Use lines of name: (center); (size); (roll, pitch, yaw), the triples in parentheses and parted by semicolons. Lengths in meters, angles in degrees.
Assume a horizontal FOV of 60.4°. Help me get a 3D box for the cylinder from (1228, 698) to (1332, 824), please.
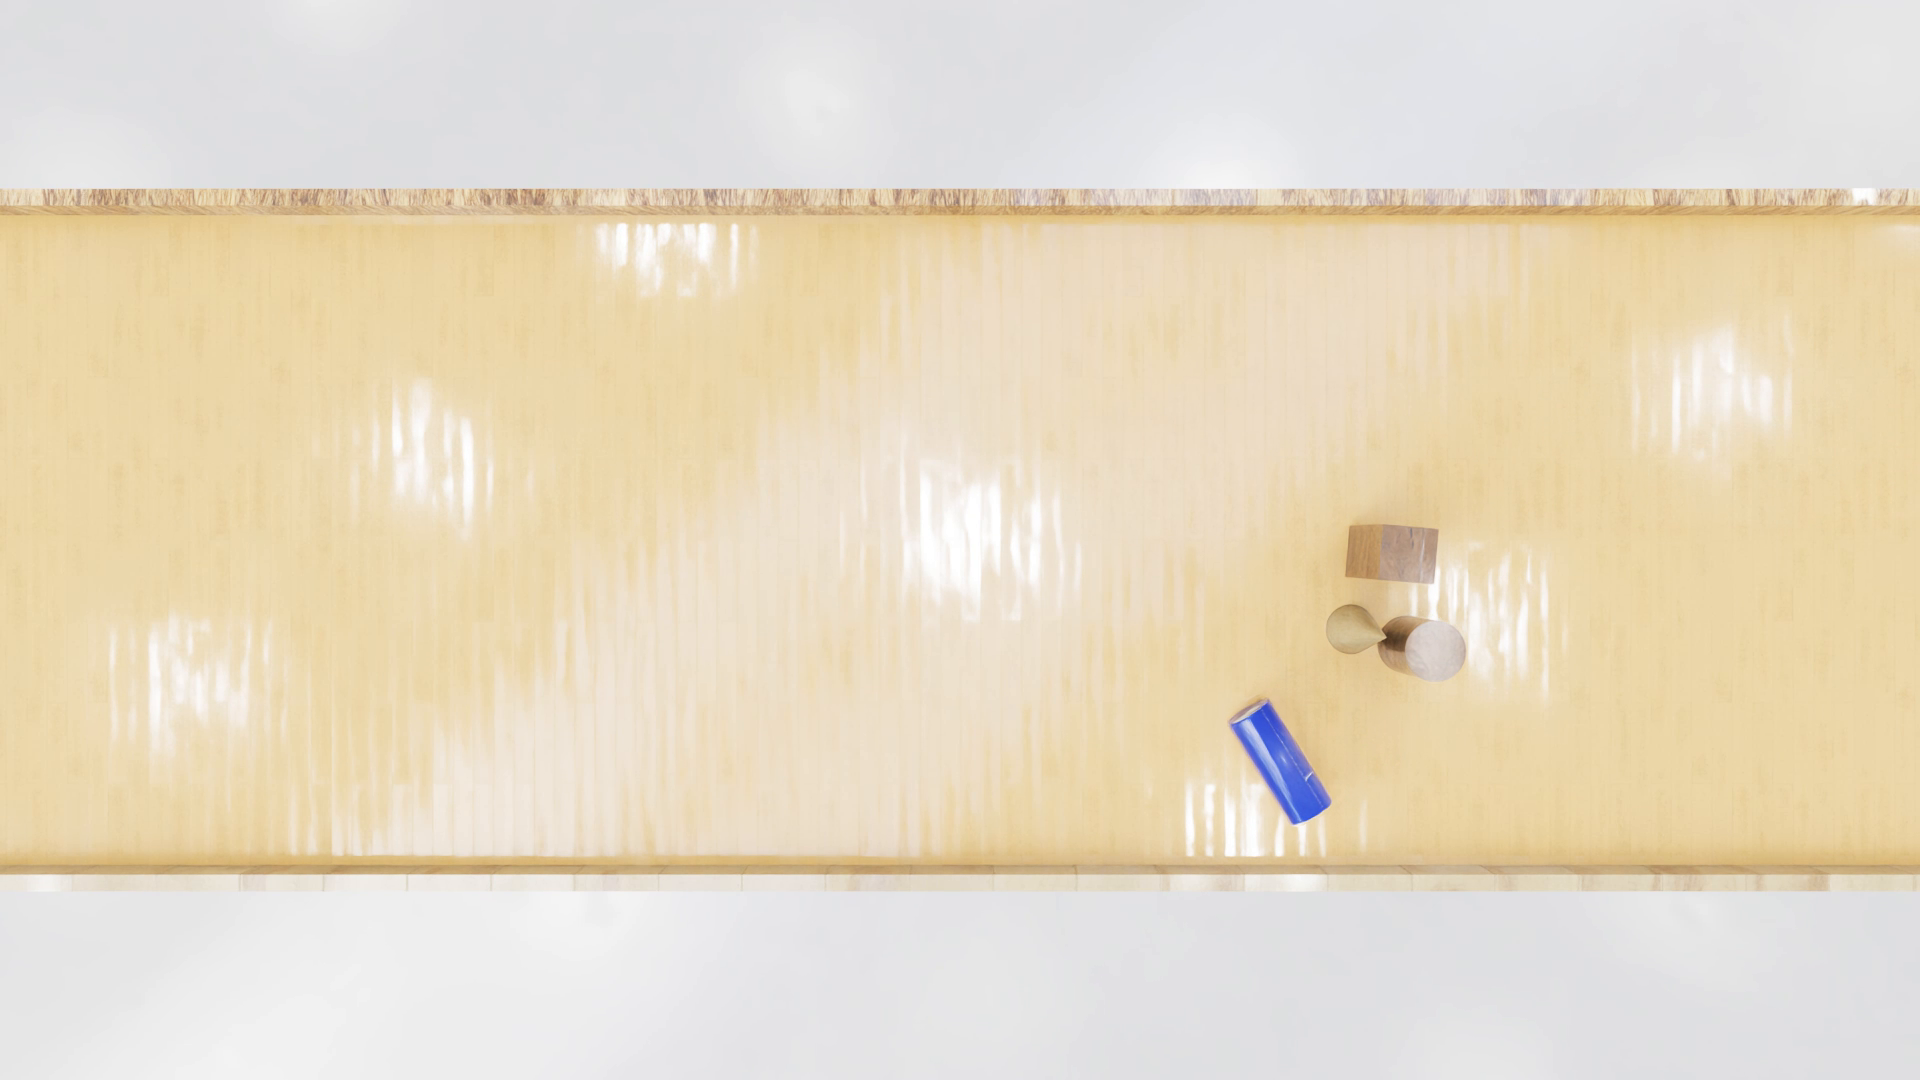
cylinder: (0.972, 0.671, 5.005); (0.143, 0.143, 0.361); (-32, 90, 0)

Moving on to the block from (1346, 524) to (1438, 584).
block: (1.271, 0.041, 4.874); (0.159, 0.404, 0.159); (5, 90, 0)

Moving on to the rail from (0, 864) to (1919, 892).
rail: (-2.247, 1.025, 5.001); (12.000, 0.150, 0.050); (0, 90, 0)

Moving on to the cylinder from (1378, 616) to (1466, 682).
cylinder: (1.373, 0.322, 4.919); (0.178, 0.314, 0.178); (0, 90, 0)

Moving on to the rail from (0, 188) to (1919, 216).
rail: (-2.247, -1.025, 5.002); (12.000, 0.150, 0.050); (0, 90, 0)

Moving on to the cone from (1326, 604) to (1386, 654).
cone: (1.203, 0.275, 4.860); (0.154, 0.433, 0.154); (0, 90, 0)
